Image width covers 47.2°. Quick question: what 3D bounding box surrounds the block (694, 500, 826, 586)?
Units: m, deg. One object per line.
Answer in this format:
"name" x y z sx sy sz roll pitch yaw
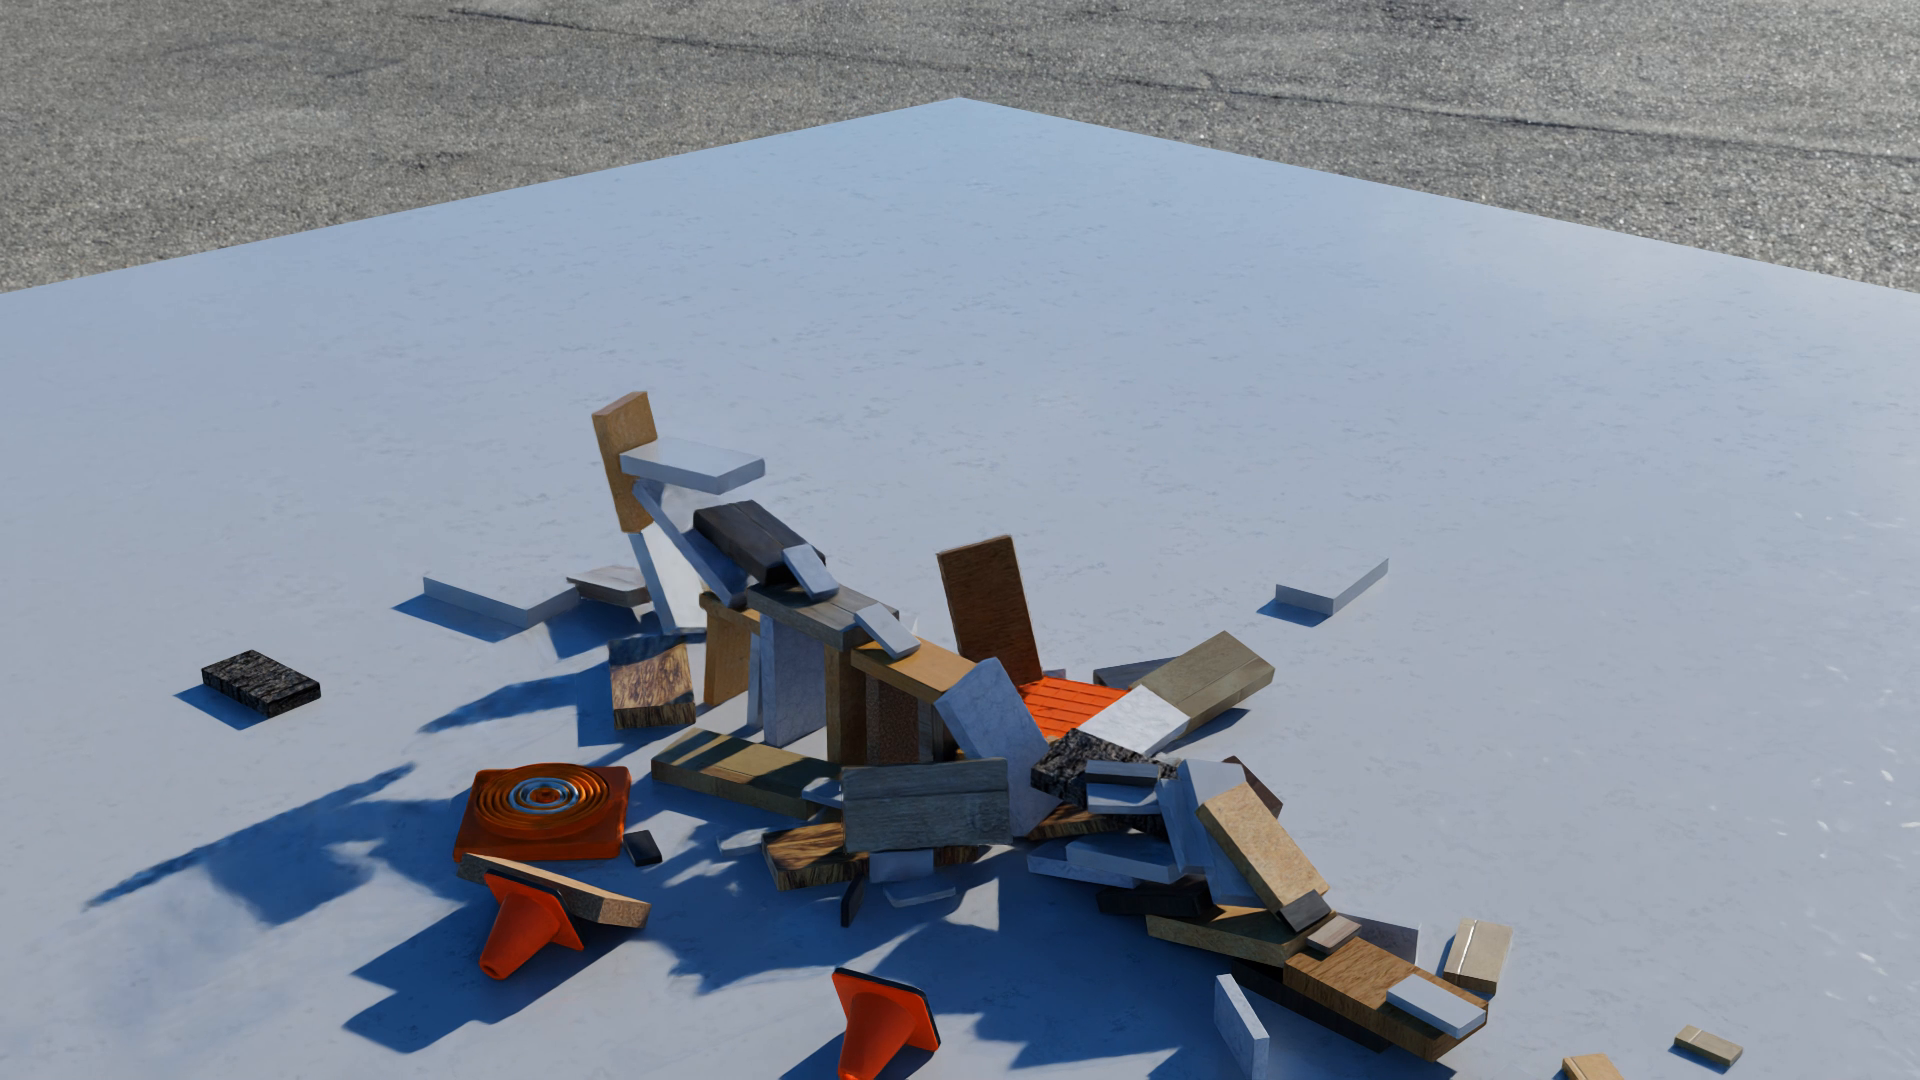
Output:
"block" -0.435 0.004 4.743 0.148 0.042 0.297 -12 32 -35

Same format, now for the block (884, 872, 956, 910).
"block" -0.076 0.665 4.169 0.121 0.017 0.060 -10 24 -20

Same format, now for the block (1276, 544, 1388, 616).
"block" 0.929 0.096 5.478 0.156 0.044 0.311 15 27 32

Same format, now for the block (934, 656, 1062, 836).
"block" 0.088 0.405 4.311 0.157 0.315 0.045 -39 14 -37

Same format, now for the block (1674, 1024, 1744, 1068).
"block" 1.268 0.856 3.725 0.099 0.014 0.050 20 30 38

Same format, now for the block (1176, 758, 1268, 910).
"block" 0.490 0.535 4.018 0.123 0.035 0.291 9 47 -25

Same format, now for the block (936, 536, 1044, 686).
"block" 0.065 0.167 4.810 0.162 0.324 0.046 -14 7 -10

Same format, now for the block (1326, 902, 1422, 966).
"block" 0.731 0.715 3.957 0.187 0.094 0.027 10 25 21

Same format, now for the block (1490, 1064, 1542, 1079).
"block" 0.940 0.910 3.588 0.148 0.021 0.074 21 31 40

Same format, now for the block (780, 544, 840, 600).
"block" -0.314 0.066 4.607 0.067 0.019 0.134 -13 51 -35

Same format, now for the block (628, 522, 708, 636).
"block" -0.678 0.082 5.140 0.041 0.286 0.143 -30 -15 28

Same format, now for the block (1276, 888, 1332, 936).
"block" 0.607 0.657 3.880 0.099 0.014 0.050 -21 64 -38

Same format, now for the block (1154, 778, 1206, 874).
"block" 0.424 0.526 4.032 0.093 0.026 0.186 7 48 -26

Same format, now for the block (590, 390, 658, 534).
"block" -0.730 -0.174 4.931 0.041 0.286 0.143 5 28 34

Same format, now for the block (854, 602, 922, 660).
"block" -0.147 0.184 4.447 0.067 0.019 0.134 -21 52 -40

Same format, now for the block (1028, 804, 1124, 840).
"block" 0.243 0.538 4.257 0.093 0.026 0.259 -29 8 -40

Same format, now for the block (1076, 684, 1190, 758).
"block" 0.358 0.399 4.610 0.132 0.037 0.265 34 35 23

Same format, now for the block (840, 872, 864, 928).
"block" -0.200 0.673 4.108 0.015 0.053 0.106 5 24 13

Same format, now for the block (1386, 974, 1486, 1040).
"block" 0.794 0.778 3.673 0.074 0.021 0.148 -20 30 -38

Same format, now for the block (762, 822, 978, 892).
"block" -0.177 0.599 4.294 0.396 0.043 0.150 -7 24 -15

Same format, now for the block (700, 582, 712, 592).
"block" -0.521 0.153 5.335 0.353 0.050 0.176 -3 23 -8

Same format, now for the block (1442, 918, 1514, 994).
"block" 0.934 0.748 3.963 0.094 0.027 0.187 9 25 20

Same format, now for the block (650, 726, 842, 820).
"block" -0.438 0.483 4.564 0.377 0.046 0.162 12 26 25

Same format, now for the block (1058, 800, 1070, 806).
"block" 0.315 0.496 4.367 0.123 0.035 0.247 -20 7 -39

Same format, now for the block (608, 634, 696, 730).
"block" -0.697 0.316 4.952 0.176 0.050 0.353 -4 23 -10

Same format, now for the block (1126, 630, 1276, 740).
"block" 0.532 0.318 4.855 0.311 0.044 0.156 -26 50 -34

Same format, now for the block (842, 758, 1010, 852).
"block" -0.065 0.506 4.208 0.315 0.157 0.045 -3 1 -6

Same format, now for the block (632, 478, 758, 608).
"block" -0.554 -0.011 4.844 0.148 0.042 0.384 -19 55 -39

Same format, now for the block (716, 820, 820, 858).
"block" -0.364 0.589 4.350 0.226 0.017 0.060 -7 24 -15

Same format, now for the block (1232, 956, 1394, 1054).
"block" 0.649 0.784 3.857 0.313 0.044 0.157 20 30 39

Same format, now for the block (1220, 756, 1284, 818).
"block" 0.478 0.539 4.359 0.301 0.043 0.150 -19 49 -33

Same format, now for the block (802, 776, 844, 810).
"block" -0.169 0.527 4.380 0.300 0.019 0.067 12 26 25

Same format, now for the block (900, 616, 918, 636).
"block" -0.184 0.247 5.132 0.132 0.037 0.265 3 23 6

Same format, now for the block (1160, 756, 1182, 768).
"block" 0.337 0.463 4.323 0.182 0.026 0.091 -12 7 33

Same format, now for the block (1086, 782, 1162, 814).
"block" 0.304 0.481 4.089 0.135 0.019 0.068 1 31 -2
